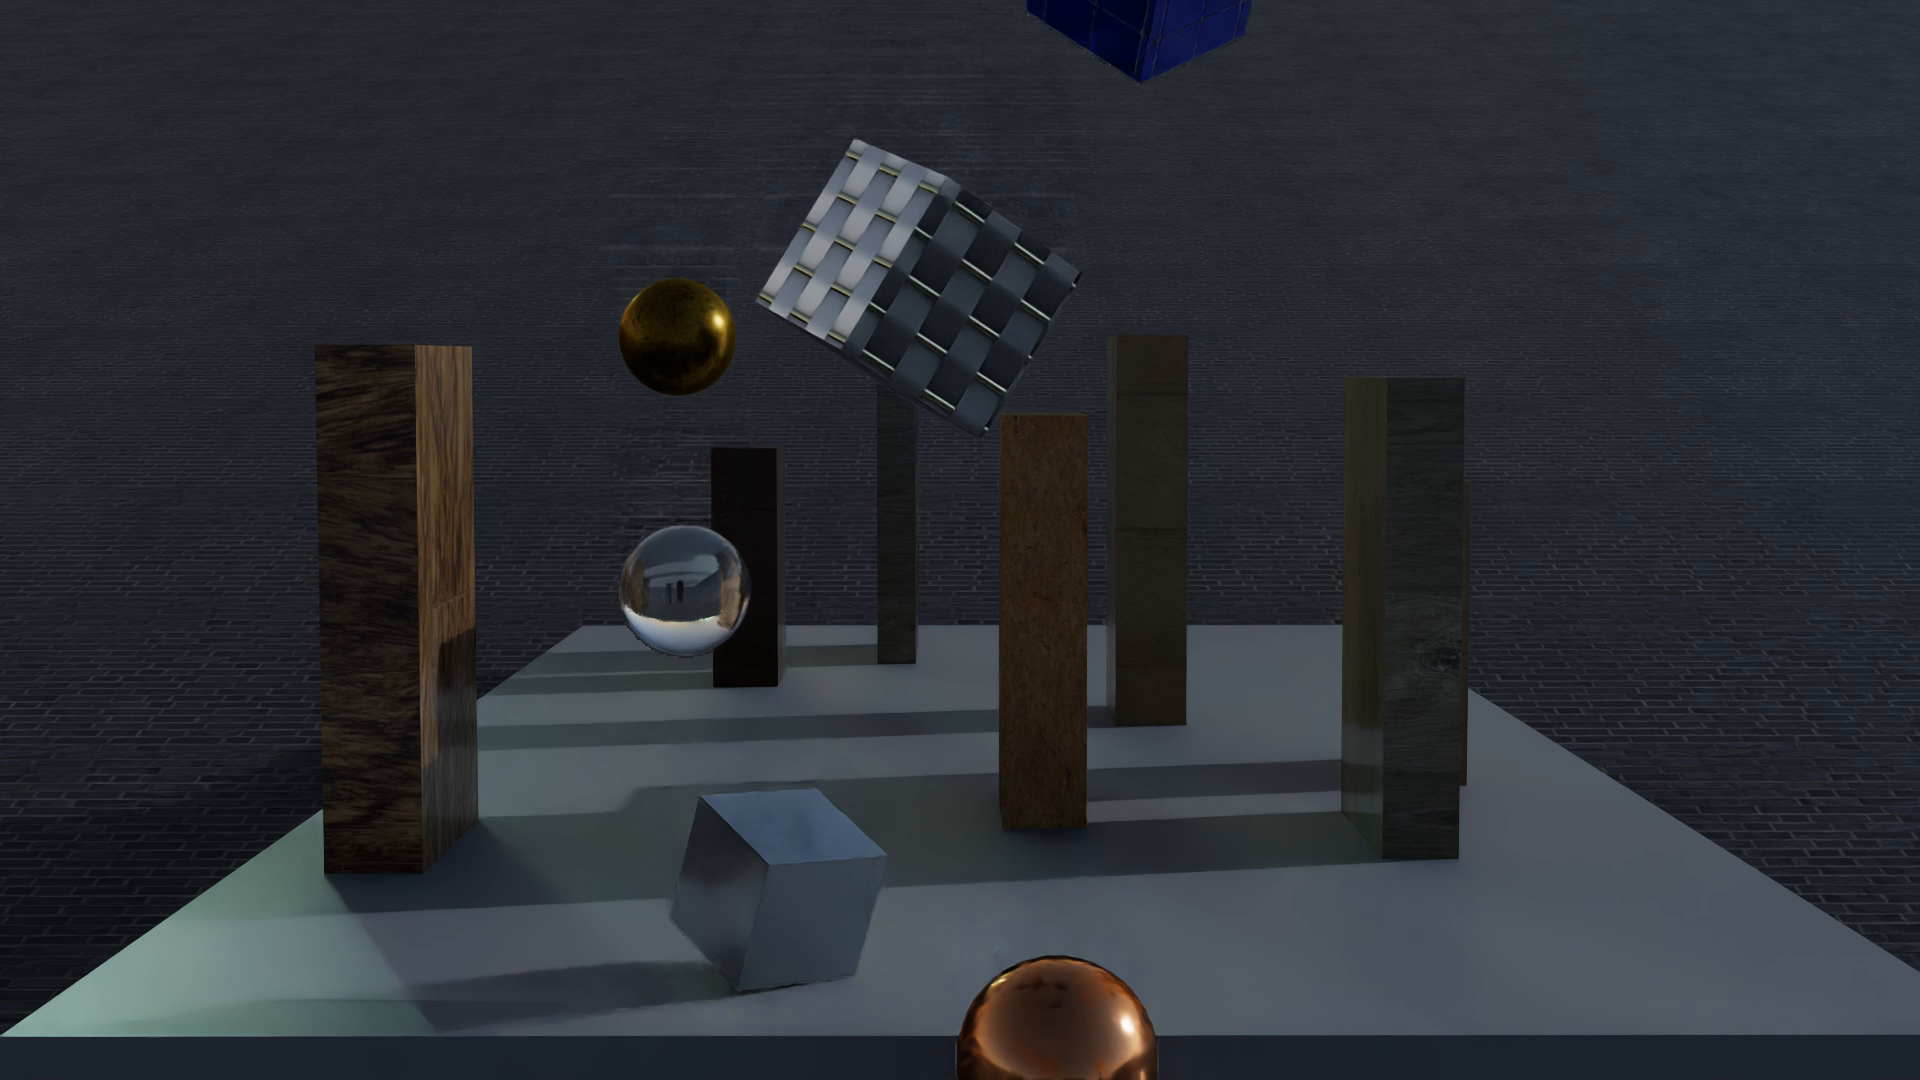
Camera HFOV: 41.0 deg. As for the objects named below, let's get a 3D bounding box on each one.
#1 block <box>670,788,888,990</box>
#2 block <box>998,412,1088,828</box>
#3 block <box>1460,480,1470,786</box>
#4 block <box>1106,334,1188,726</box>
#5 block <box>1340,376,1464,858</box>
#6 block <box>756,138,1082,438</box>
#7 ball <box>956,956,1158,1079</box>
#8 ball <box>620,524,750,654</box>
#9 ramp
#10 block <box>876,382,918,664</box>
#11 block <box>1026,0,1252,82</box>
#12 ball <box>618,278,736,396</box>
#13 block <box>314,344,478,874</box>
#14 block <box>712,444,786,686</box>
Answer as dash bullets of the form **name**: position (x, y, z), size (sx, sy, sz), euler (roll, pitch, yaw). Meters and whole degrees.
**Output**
- **block**: position (-0.197, 0.374, 2.768), size (0.151, 0.151, 0.151), euler (0, 24, -37)
- **block**: position (0.121, 0.109, 3.794), size (0.121, 0.591, 0.280), euler (0, 4, 0)
- **block**: position (0.741, 0.138, 4.171), size (0.115, 0.480, 0.282), euler (0, 4, 0)
- **block**: position (0.351, -0.026, 4.834), size (0.131, 0.717, 0.274), euler (0, 4, 0)
- **block**: position (0.618, 0.094, 3.610), size (0.103, 0.645, 0.371), euler (0, 4, 0)
- **block**: position (-0.042, -0.253, 2.569), size (0.193, 0.193, 0.193), euler (31, 1, -35)
- **ball**: position (0.092, 0.493, 2.443), size (0.192, 0.192, 0.192), euler (0, 19, 0)
- **ball**: position (-0.317, 0.057, 2.964), size (0.151, 0.151, 0.151), euler (0, 19, 0)
- **ramp**: position (0.045, 0.404, 4.539), size (2.000, 0.100, 4.000), euler (0, 4, 0)
- **block**: position (-0.141, -0.048, 5.877), size (0.085, 0.620, 0.403), euler (0, 4, 0)
- **block**: position (0.188, -0.585, 2.557), size (0.159, 0.159, 0.159), euler (-30, 55, -35)
- **ball**: position (-0.296, -0.213, 2.690), size (0.123, 0.123, 0.123), euler (0, 19, 0)
- **block**: position (-0.767, 0.079, 3.523), size (0.128, 0.689, 0.393), euler (0, 4, 0)
- **block**: position (-0.443, 0.048, 5.404), size (0.133, 0.492, 0.263), euler (0, 4, 0)
